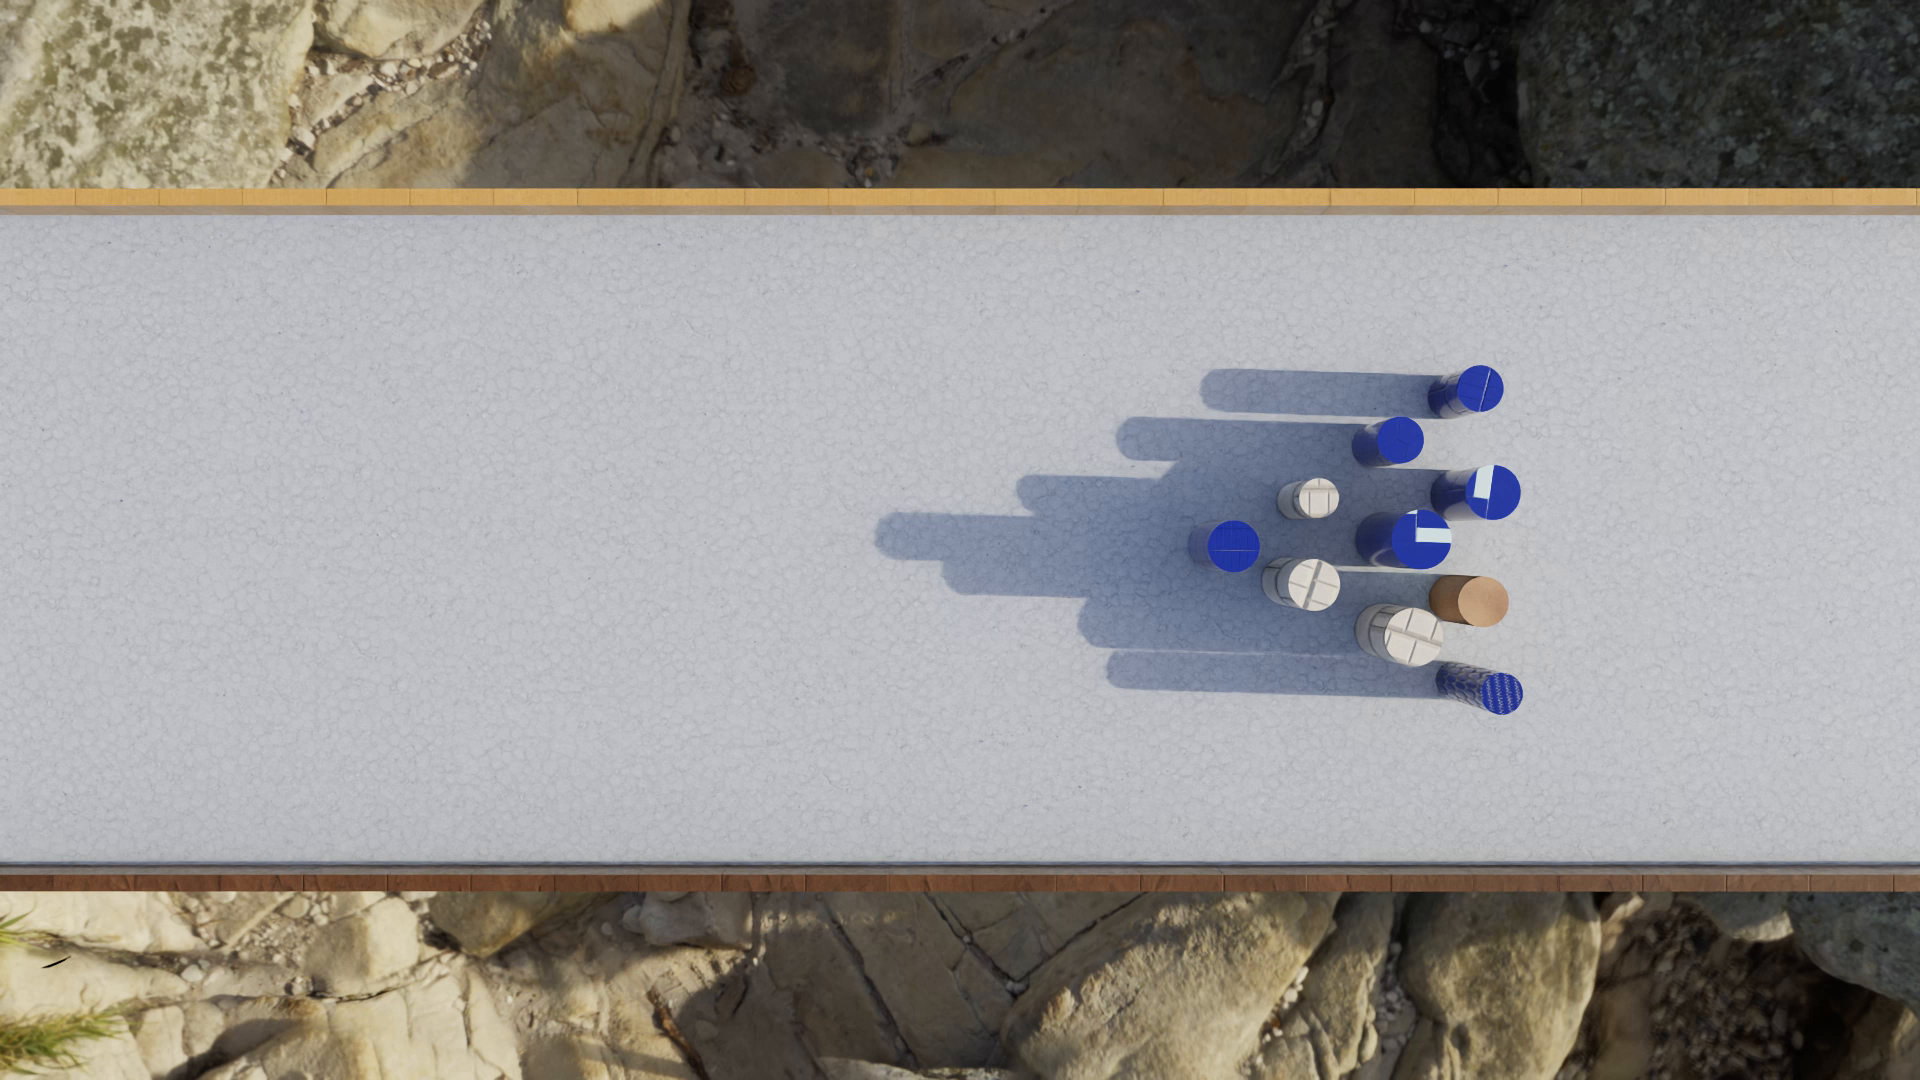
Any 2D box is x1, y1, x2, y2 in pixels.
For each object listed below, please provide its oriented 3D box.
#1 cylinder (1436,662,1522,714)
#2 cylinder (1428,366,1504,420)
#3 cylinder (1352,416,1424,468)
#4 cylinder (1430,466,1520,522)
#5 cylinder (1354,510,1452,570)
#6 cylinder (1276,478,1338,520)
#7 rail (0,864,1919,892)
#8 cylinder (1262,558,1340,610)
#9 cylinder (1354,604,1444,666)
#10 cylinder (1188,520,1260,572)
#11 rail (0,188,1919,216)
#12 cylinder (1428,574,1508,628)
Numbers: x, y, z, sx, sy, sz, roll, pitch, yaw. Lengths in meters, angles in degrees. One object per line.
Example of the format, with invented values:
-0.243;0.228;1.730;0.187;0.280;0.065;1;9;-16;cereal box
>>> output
1.524;0.432;4.857;0.119;0.438;0.119;0;90;0;cylinder
1.507;-0.439;4.926;0.136;0.301;0.136;0;90;0;cylinder
1.273;-0.289;4.920;0.136;0.313;0.136;0;90;0;cylinder
1.526;-0.136;4.898;0.158;0.357;0.158;0;90;0;cylinder
1.300;-0.001;4.861;0.169;0.432;0.169;0;90;0;cylinder
1.030;-0.120;4.904;0.114;0.345;0.114;0;90;0;cylinder
-2.247;1.025;5.001;12.000;0.150;0.050;0;90;0;rail
1.000;0.127;4.866;0.146;0.421;0.146;0;90;0;cylinder
1.297;0.278;4.894;0.167;0.366;0.167;0;90;0;cylinder
0.774;0.018;4.869;0.147;0.414;0.147;0;90;0;cylinder
-2.247;-1.025;5.002;12.000;0.150;0.050;0;90;0;rail
1.516;0.179;4.926;0.147;0.300;0.147;0;90;0;cylinder
